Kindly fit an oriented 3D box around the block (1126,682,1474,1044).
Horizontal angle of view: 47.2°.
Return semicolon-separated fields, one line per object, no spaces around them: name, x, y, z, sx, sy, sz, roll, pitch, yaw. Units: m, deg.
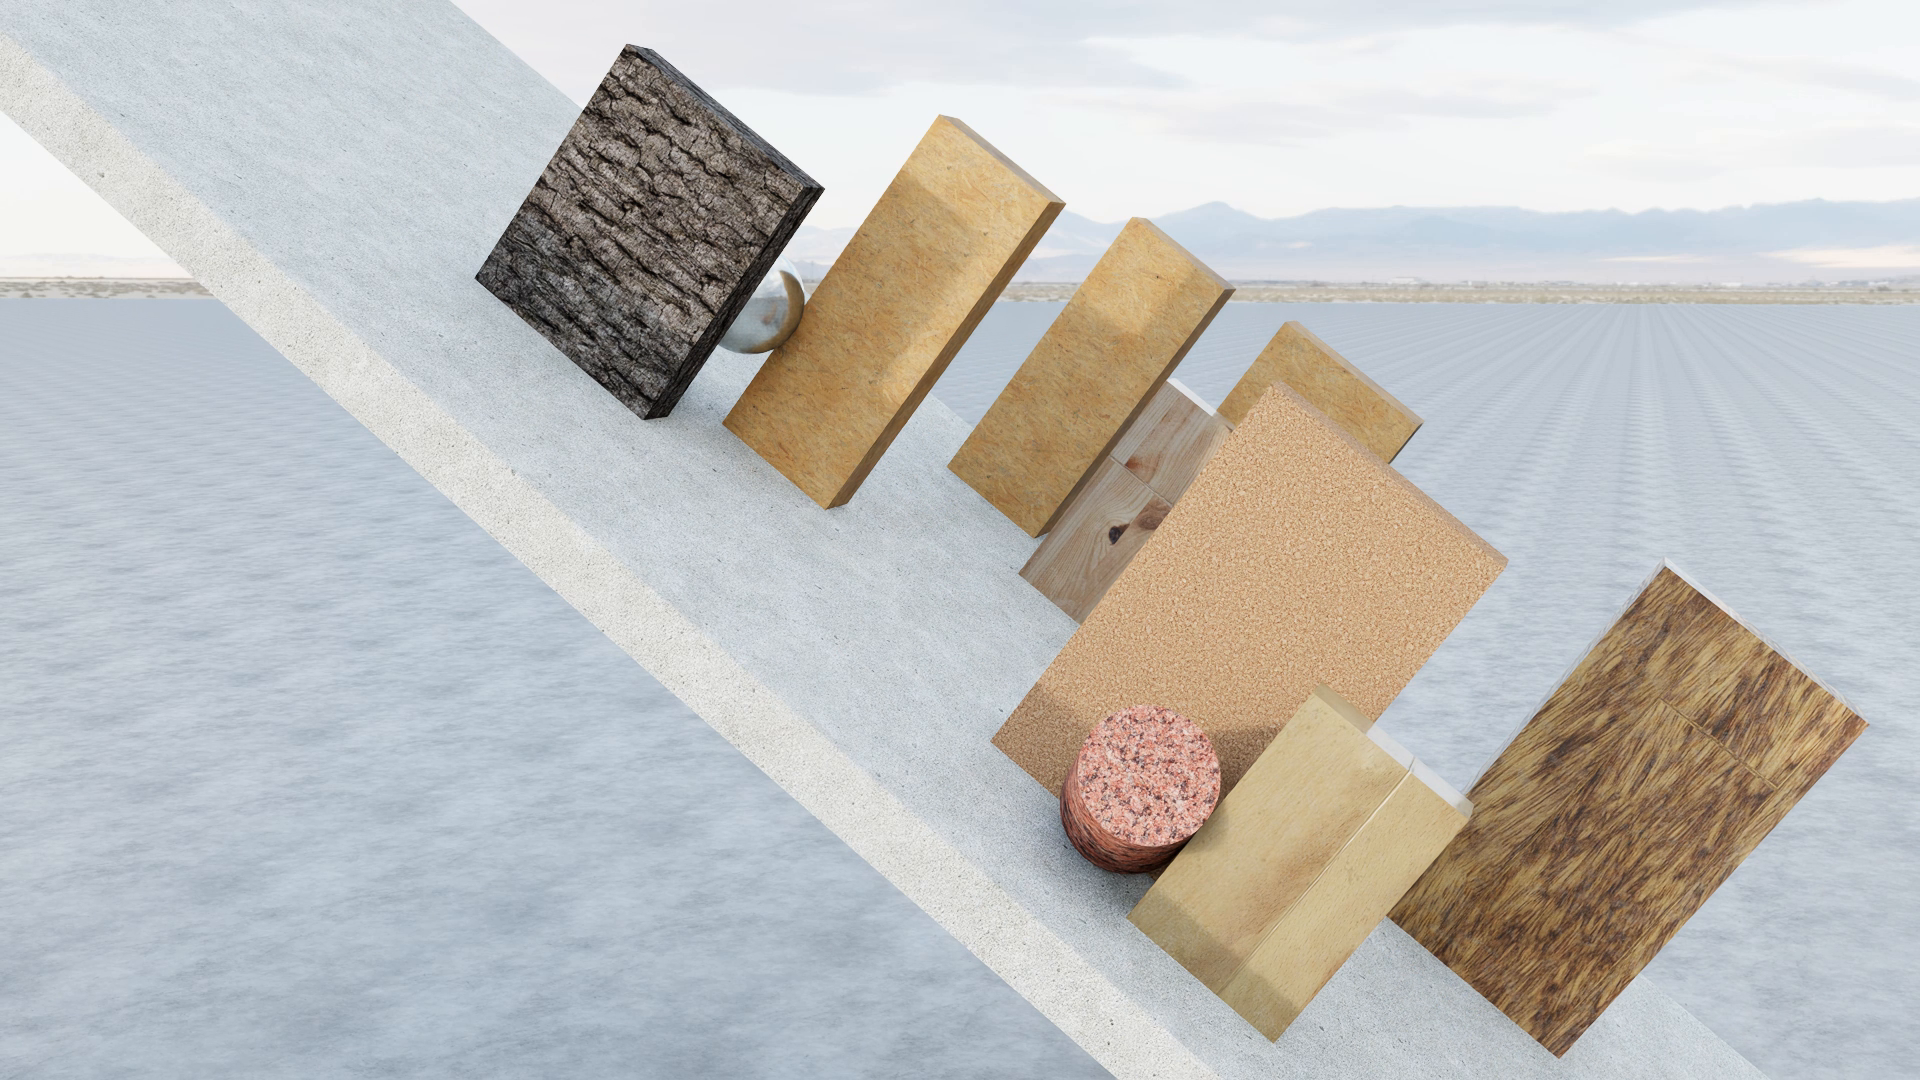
block;0.488;0.465;3.174;0.276;0.439;0.095;40;16;9

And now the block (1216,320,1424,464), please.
block;0.616;-0.087;4.587;0.339;0.668;0.149;40;16;9

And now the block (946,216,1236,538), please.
block;0.271;-0.336;4.585;0.241;0.652;0.134;40;16;9

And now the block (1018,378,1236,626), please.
block;0.385;-0.025;4.261;0.315;0.482;0.085;40;16;9

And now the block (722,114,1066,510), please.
block;-0.120;-0.397;3.879;0.247;0.675;0.115;40;16;9

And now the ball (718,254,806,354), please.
ball;-0.366;-0.419;3.818;0.194;0.194;0.194;0;7;0

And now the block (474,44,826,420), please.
block;-0.526;-0.515;3.701;0.390;0.483;0.101;40;16;9

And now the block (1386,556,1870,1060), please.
block;1.157;0.477;3.903;0.423;0.800;0.132;40;16;9

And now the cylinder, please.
cylinder;0.262;0.370;3.239;0.207;0.207;0.207;-1;-20;-5

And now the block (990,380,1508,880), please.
block;0.435;0.173;3.377;0.435;0.715;0.103;40;16;9

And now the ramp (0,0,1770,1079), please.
ramp;-0.044;0.101;4.060;4.000;0.100;2.000;40;16;9
